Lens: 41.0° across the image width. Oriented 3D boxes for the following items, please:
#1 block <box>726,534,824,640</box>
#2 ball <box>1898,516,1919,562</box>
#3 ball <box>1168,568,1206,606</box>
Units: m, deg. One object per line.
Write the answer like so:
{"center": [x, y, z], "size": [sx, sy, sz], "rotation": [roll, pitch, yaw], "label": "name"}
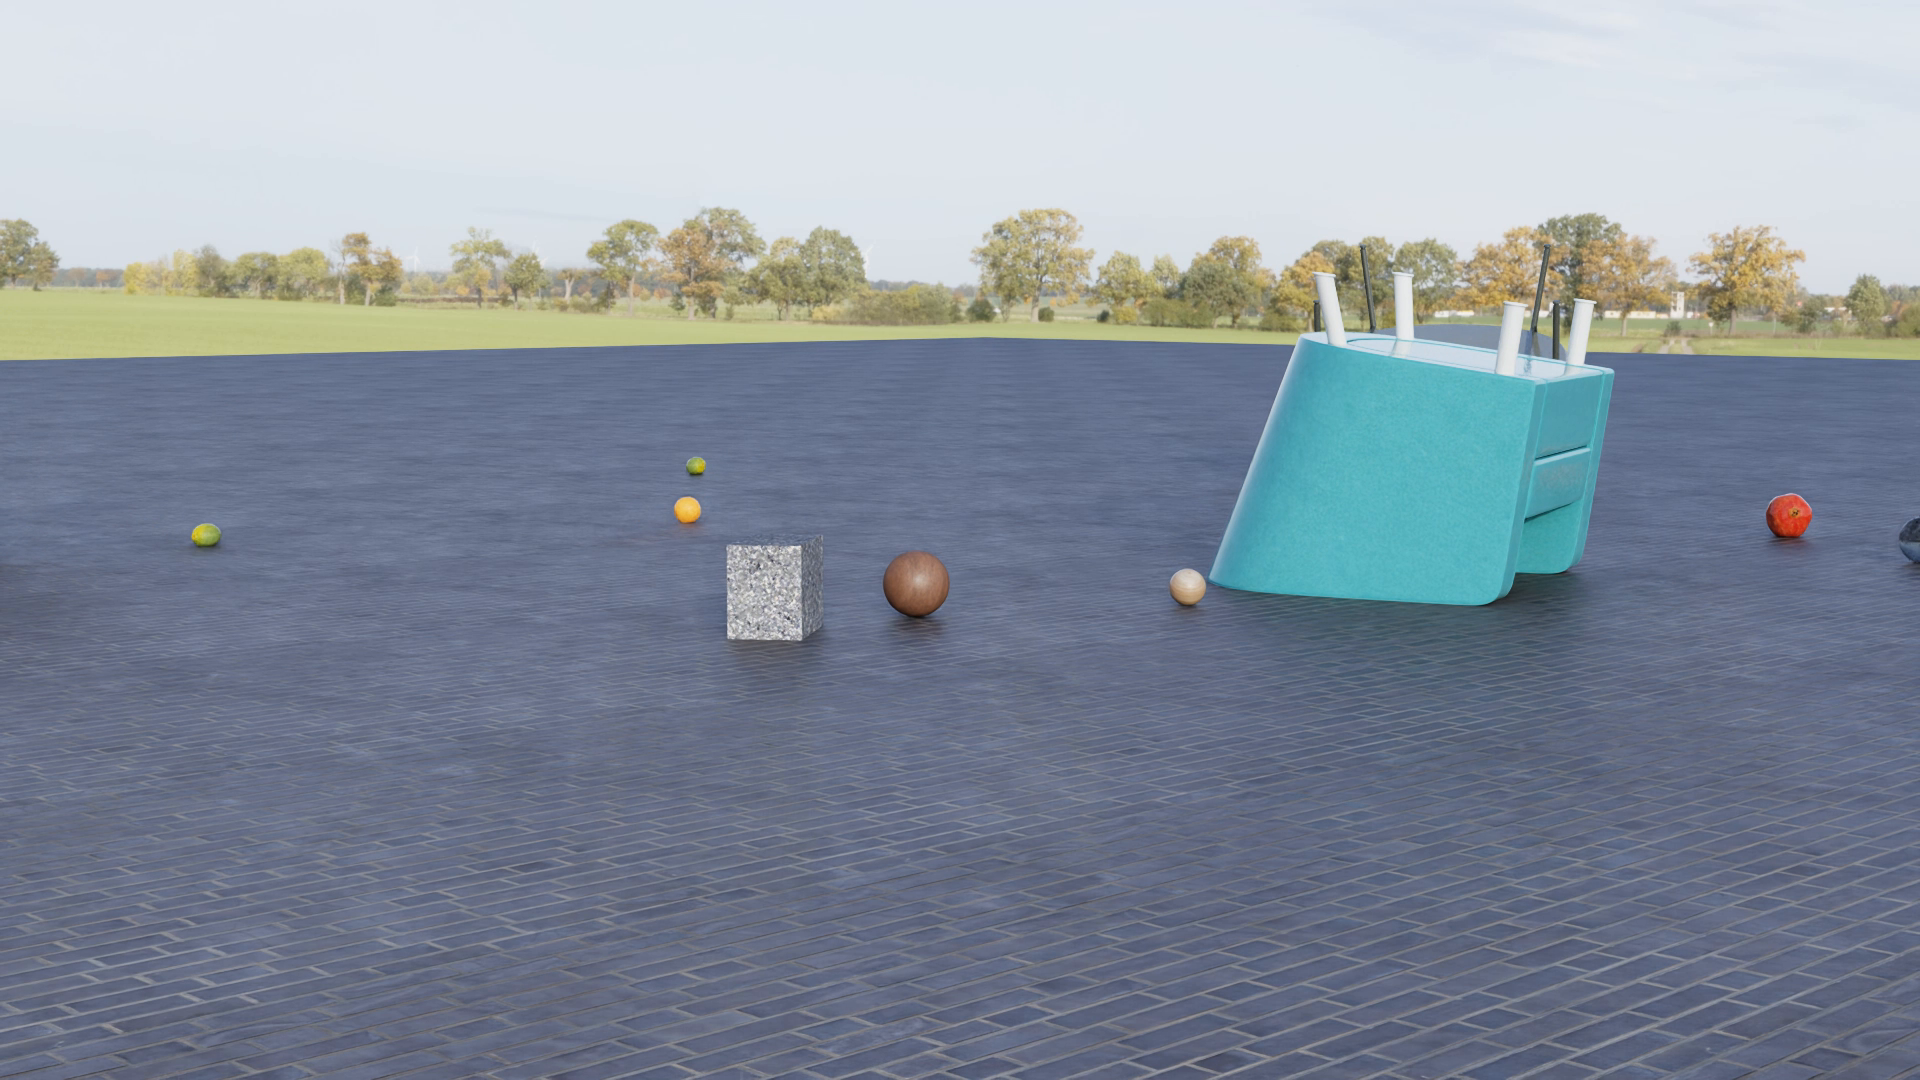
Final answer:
{"center": [-0.341, 0.085, 4.750], "size": [0.137, 0.172, 0.210], "rotation": [1, 6, 8], "label": "block"}
{"center": [2.214, -0.001, 5.894], "size": [0.107, 0.107, 0.107], "rotation": [0, 6, 0], "label": "ball"}
{"center": [0.455, 0.094, 5.134], "size": [0.074, 0.074, 0.074], "rotation": [0, 6, 0], "label": "ball"}
